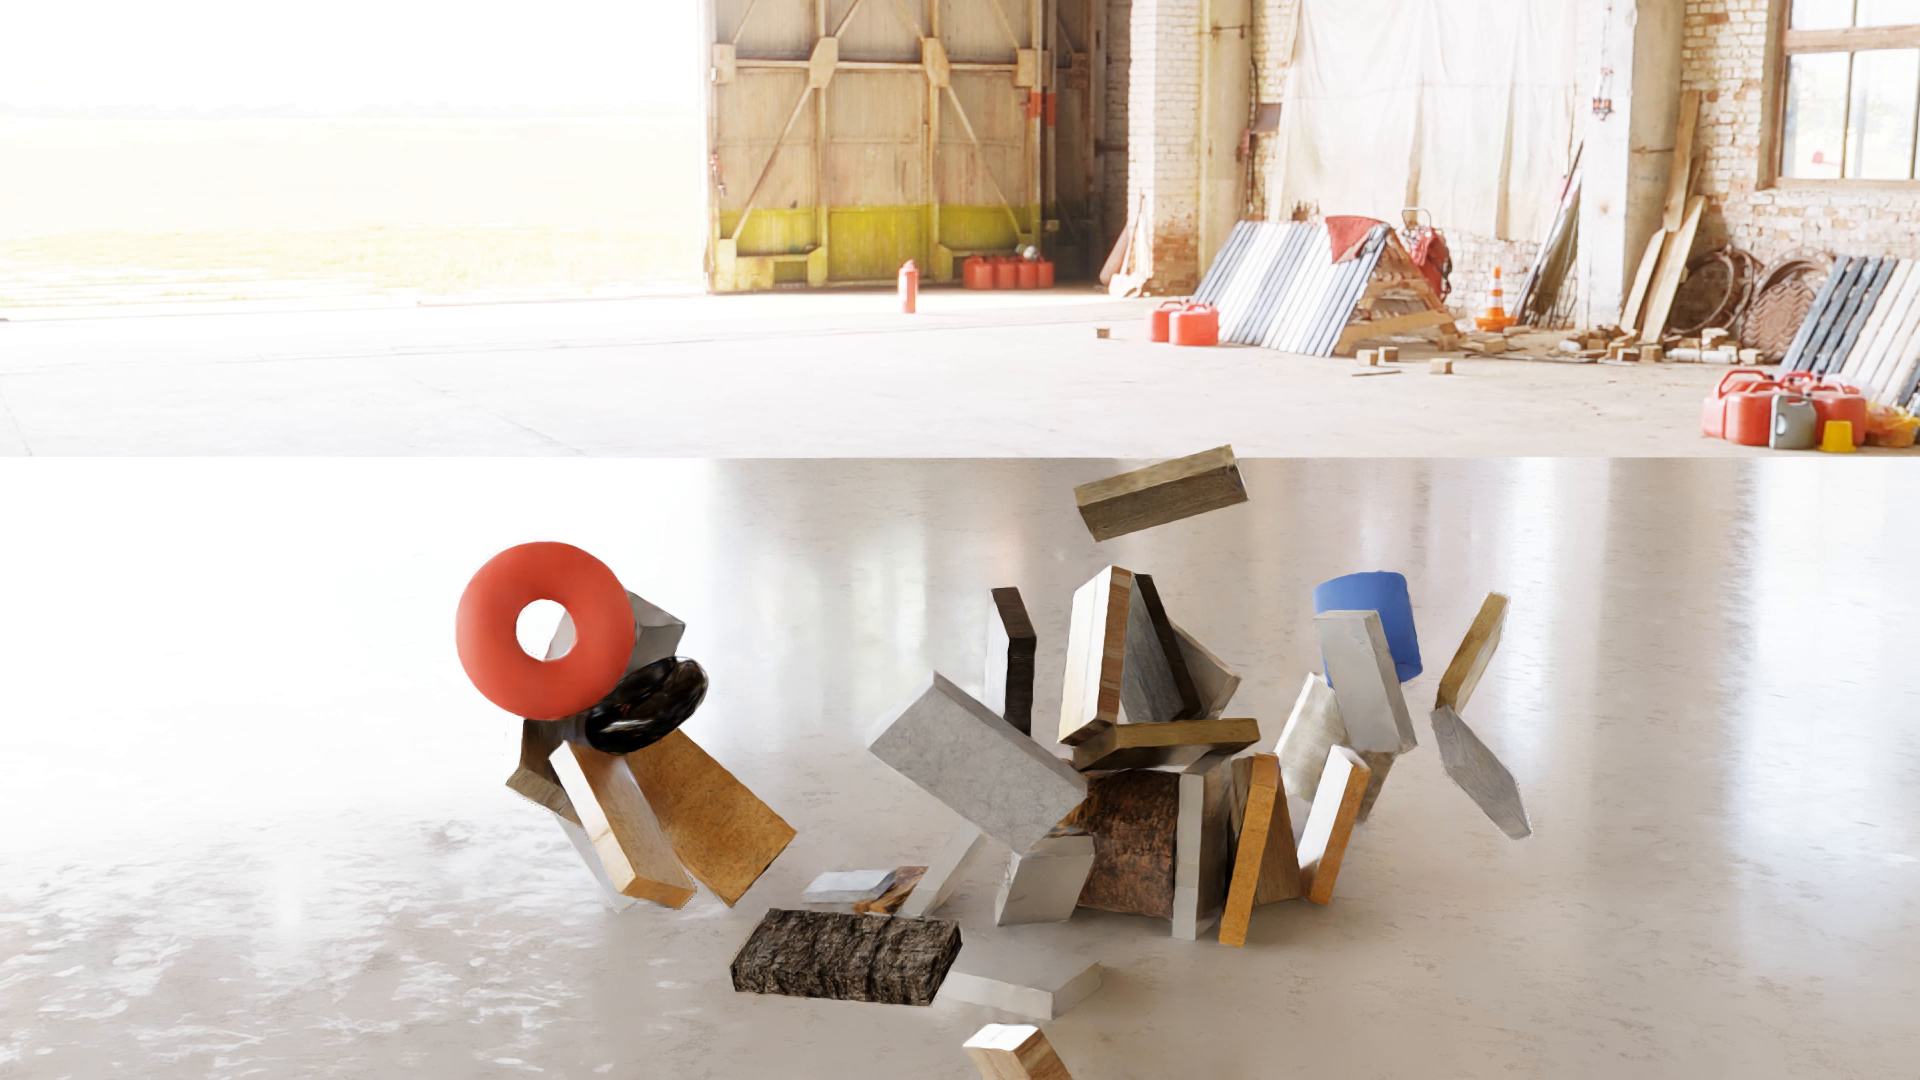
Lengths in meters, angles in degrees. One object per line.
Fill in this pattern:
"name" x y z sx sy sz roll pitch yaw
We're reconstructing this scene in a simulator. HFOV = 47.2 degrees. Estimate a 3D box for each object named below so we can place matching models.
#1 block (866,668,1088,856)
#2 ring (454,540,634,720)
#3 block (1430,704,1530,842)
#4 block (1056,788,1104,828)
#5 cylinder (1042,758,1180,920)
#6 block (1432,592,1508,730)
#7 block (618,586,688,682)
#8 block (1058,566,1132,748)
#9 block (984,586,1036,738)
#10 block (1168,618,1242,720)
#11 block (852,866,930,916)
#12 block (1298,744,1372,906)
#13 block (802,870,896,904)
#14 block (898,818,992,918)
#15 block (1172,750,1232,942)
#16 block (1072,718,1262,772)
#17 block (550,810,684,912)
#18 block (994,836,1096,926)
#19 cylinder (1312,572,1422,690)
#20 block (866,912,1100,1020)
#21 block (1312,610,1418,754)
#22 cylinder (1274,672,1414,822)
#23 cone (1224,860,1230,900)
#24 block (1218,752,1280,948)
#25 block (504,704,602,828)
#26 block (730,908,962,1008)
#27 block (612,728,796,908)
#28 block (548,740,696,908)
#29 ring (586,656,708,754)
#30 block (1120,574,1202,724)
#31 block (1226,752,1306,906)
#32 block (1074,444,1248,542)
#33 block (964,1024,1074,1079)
"block" 0.026 0.331 3.241 0.300 0.150 0.042 37 24 -18
"ring" -0.661 0.144 3.509 0.289 0.289 0.096 -5 -5 -24
"block" 0.883 0.397 3.727 0.034 0.120 0.277 -27 -45 22
"block" 0.094 0.394 3.486 0.236 0.033 0.118 15 14 31
"cylinder" 0.269 0.486 3.581 0.235 0.235 0.235 5 12 24
"block" 0.889 0.214 3.832 0.034 0.120 0.240 21 50 22
"block" -0.583 0.176 3.719 0.148 0.148 0.148 28 10 20
"block" 0.217 0.187 3.533 0.038 0.266 0.133 17 -28 -18
"block" 0.073 0.240 3.376 0.042 0.300 0.150 -3 29 -10
"block" 0.359 0.218 3.703 0.034 0.120 0.240 15 18 -45
"block" -0.105 0.574 3.596 0.071 0.020 0.141 -3 18 37
"block" 0.614 0.472 3.650 0.034 0.238 0.119 15 9 -9
"block" -0.183 0.569 3.615 0.141 0.020 0.071 -8 15 31
"block" -0.003 0.507 3.527 0.033 0.236 0.118 39 22 14
"block" 0.384 0.484 3.493 0.038 0.271 0.135 7 12 25
"block" 0.332 0.328 3.527 0.271 0.038 0.135 0 -21 -29
"block" -0.598 0.449 3.641 0.045 0.315 0.157 -36 -3 23
"block" 0.131 0.535 3.446 0.118 0.033 0.236 -2 -34 -11
"cylinder" 0.698 0.158 3.775 0.163 0.163 0.163 -6 -20 -2
"block" -0.006 0.636 3.304 0.408 0.042 0.150 6 12 30
"block" 0.665 0.232 3.612 0.034 0.239 0.119 -26 13 -32
"cylinder" 0.697 0.380 4.050 0.206 0.206 0.206 24 6 -3
"cone" 0.473 0.492 3.698 0.182 0.182 0.182 0 11 0
"block" 0.454 0.486 3.453 0.038 0.271 0.135 11 17 7
"block" -0.649 0.327 3.548 0.158 0.045 0.315 32 19 -22
"block" -0.152 0.558 2.949 0.278 0.039 0.139 0 25 20
"block" -0.440 0.440 3.620 0.158 0.315 0.045 -47 -6 -23
"block" -0.522 0.437 3.388 0.139 0.039 0.278 28 22 -53
"ring" -0.506 0.267 3.558 0.219 0.073 0.219 -26 18 9
"block" 0.306 0.202 3.645 0.038 0.133 0.266 7 50 -34
"block" 0.490 0.478 3.627 0.119 0.238 0.034 -6 -9 -31
"block" 0.334 -0.076 3.634 0.265 0.038 0.133 -16 -30 10
"block" 0.120 0.667 2.445 0.039 0.278 0.139 -35 4 -25
